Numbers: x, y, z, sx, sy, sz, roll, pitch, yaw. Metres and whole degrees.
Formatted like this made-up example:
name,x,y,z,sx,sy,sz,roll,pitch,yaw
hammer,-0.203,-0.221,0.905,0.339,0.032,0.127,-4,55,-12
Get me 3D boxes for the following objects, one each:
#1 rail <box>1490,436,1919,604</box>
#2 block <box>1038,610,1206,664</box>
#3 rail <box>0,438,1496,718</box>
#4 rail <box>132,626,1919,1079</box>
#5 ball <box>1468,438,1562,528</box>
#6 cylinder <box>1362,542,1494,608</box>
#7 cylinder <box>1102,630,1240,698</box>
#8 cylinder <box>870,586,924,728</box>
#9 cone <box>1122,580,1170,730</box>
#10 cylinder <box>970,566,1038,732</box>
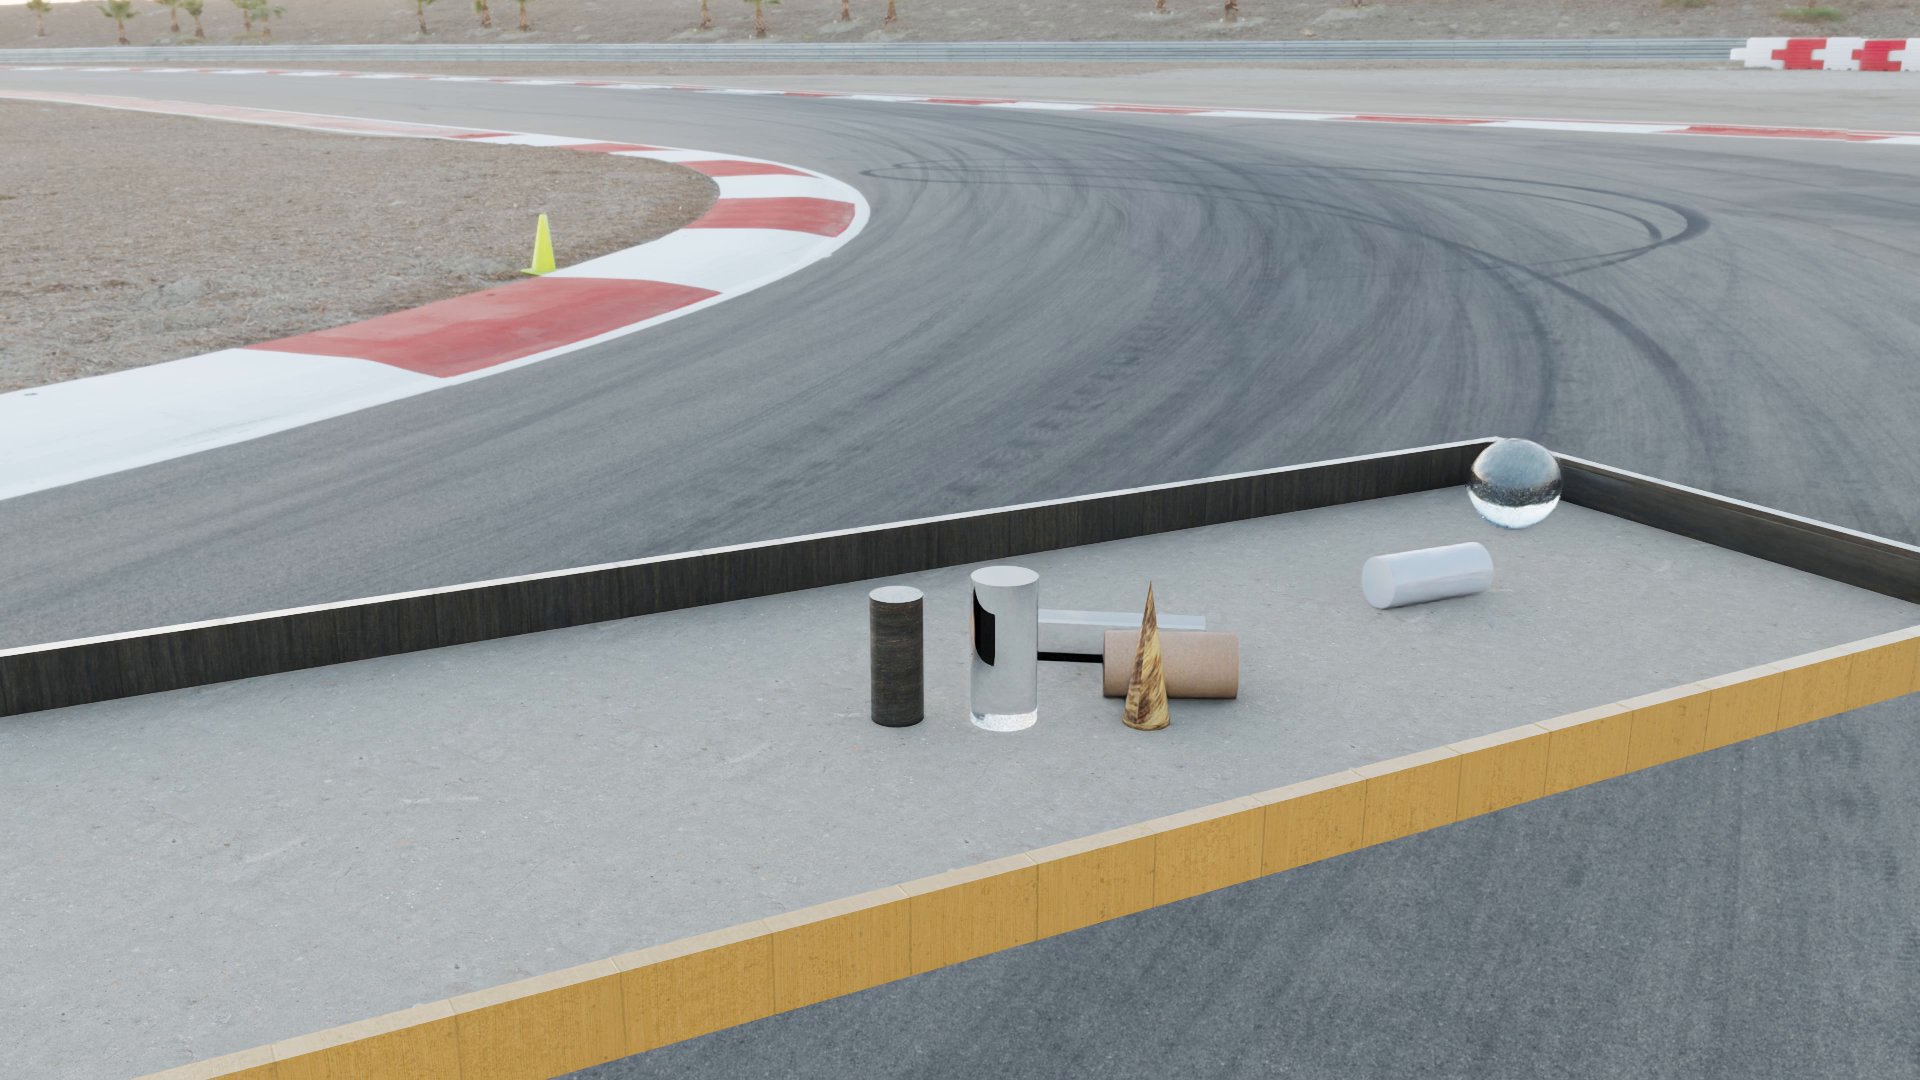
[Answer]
name,x,y,z,sx,sy,sz,roll,pitch,yaw
rail,2.466,-0.048,5.253,0.050,0.150,2.100,-9,18,-27
block,0.410,0.255,4.299,0.450,0.105,0.105,2,17,7
rail,-3.305,0.497,3.399,12.000,0.150,0.050,-9,18,-27
rail,-2.336,1.006,1.665,12.000,0.150,0.050,-9,18,-27
ball,1.838,-0.188,5.466,0.298,0.298,0.298,0,16,0
cylinder,1.346,0.100,4.748,0.353,0.150,0.150,-7,18,-23
cylinder,0.513,0.303,4.036,0.320,0.161,0.161,1,16,3
cylinder,-0.148,0.274,3.877,0.125,0.308,0.125,0,16,0
cone,0.440,0.259,3.847,0.114,0.353,0.114,0,16,0
cylinder,0.103,0.253,3.864,0.158,0.355,0.158,0,16,0
